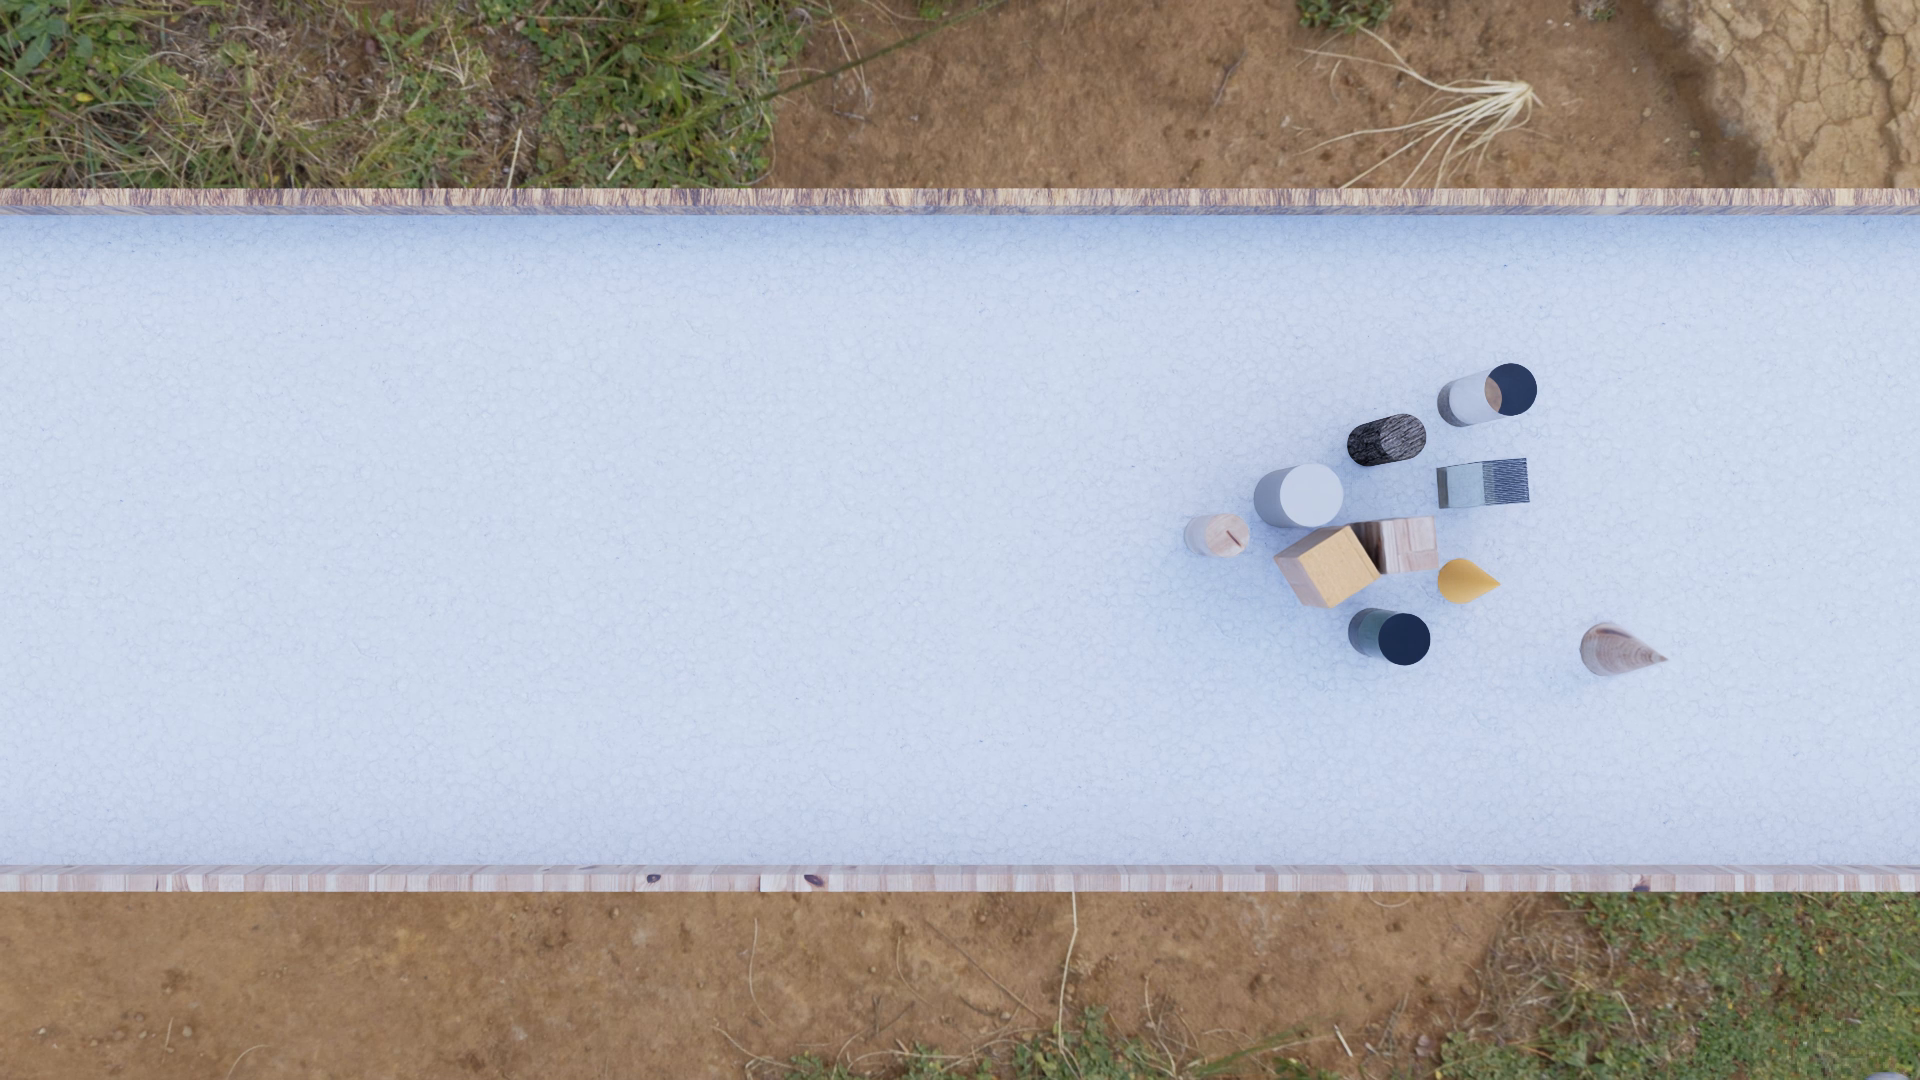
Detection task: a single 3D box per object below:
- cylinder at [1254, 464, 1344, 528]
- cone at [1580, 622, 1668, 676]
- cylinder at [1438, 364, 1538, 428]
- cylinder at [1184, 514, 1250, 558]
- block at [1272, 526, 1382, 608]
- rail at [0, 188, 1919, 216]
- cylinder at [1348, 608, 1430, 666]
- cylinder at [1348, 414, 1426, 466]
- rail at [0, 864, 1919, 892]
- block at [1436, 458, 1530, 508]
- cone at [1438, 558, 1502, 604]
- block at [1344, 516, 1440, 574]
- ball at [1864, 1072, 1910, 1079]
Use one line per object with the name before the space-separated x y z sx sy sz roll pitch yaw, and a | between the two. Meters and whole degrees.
cylinder | 0.993 -0.127 4.867 0.180 0.419 0.180 0 90 0
cone | 1.992 0.337 4.852 0.168 0.449 0.168 0 90 0
cylinder | 1.542 -0.422 4.847 0.149 0.458 0.149 0 90 0
cylinder | 0.751 -0.013 4.854 0.125 0.444 0.125 0 90 0
block | 1.084 0.079 4.896 0.174 0.359 0.174 -32 90 -1
rail | -2.247 -1.025 5.002 12.000 0.150 0.050 0 90 0
cylinder | 1.269 0.284 4.893 0.151 0.367 0.151 0 90 0
cylinder | 1.257 -0.293 4.877 0.133 0.399 0.133 0 90 0
rail | -2.247 1.025 5.001 12.000 0.150 0.050 0 90 0
block | 1.533 -0.163 4.854 0.126 0.444 0.126 -4 90 0
cone | 1.540 0.127 4.881 0.139 0.390 0.139 0 90 0
block | 1.275 0.015 4.884 0.152 0.378 0.152 -6 90 -3
ball | 2.747 1.670 4.861 0.198 0.198 0.198 0 90 0
